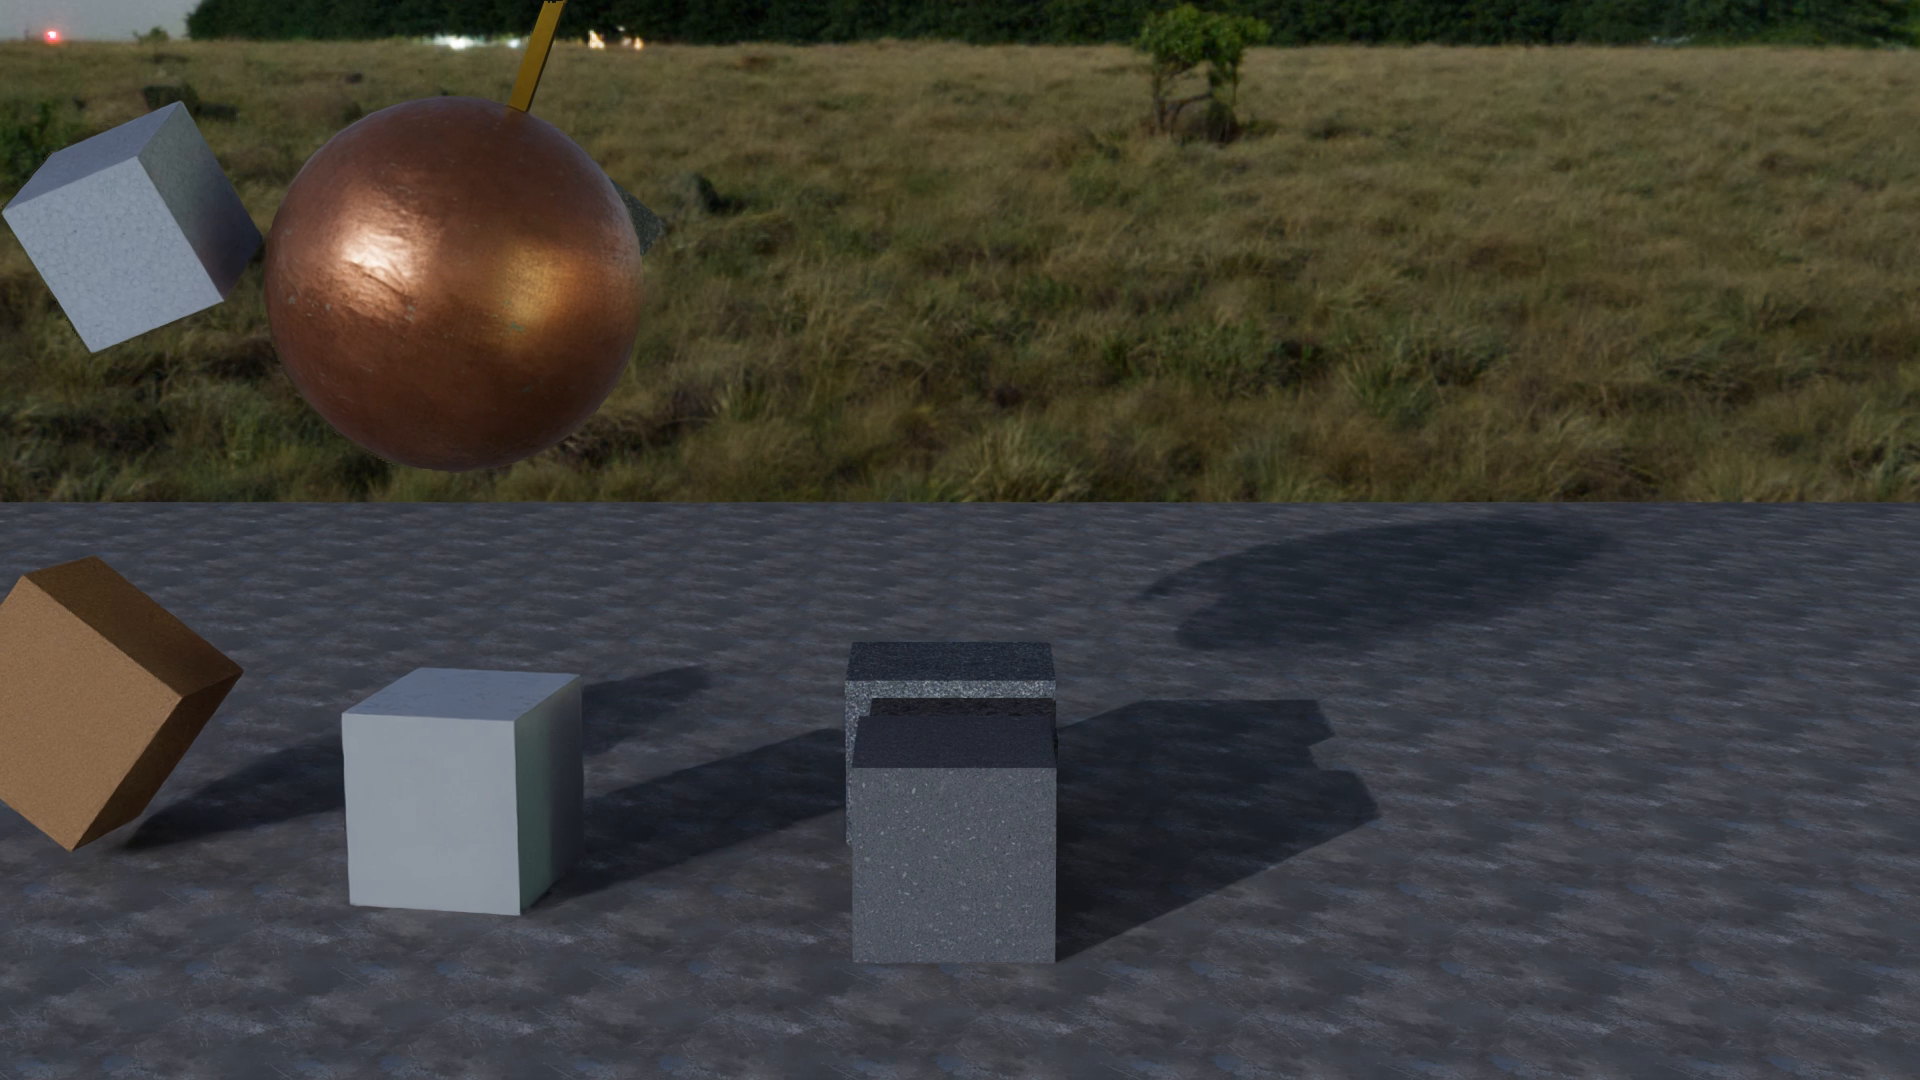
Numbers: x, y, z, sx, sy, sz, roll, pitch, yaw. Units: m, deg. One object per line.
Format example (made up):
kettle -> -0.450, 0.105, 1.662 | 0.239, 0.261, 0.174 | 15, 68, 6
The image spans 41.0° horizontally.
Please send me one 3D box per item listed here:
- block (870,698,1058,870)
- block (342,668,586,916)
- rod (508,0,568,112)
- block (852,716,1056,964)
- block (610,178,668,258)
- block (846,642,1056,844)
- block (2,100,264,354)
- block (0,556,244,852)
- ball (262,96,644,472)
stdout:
block -> 0.008, 1.131, 11.395 | 0.821, 0.697, 0.761 | 0, 10, 0
block -> -2.158, 1.082, 11.250 | 0.763, 0.845, 0.867 | 2, 10, 10
rod -> -0.934, -4.212, 10.414 | 0.080, 5.200, 0.080 | 21, 10, -4
block -> -0.025, 1.221, 10.594 | 0.809, 0.807, 0.830 | 0, 10, 0
block -> -1.834, -1.468, 12.231 | 0.543, 0.521, 0.519 | 38, -9, -24
block -> -0.043, 0.951, 12.163 | 0.961, 0.776, 0.811 | 0, 10, 0
block -> -3.521, -1.342, 10.971 | 0.652, 0.699, 0.657 | -19, 28, 12
block -> -4.031, 0.736, 11.793 | 0.891, 0.891, 0.766 | 37, 8, 0
ball -> -2.155, -1.091, 10.982 | 1.600, 1.600, 1.600 | 0, 10, 0
